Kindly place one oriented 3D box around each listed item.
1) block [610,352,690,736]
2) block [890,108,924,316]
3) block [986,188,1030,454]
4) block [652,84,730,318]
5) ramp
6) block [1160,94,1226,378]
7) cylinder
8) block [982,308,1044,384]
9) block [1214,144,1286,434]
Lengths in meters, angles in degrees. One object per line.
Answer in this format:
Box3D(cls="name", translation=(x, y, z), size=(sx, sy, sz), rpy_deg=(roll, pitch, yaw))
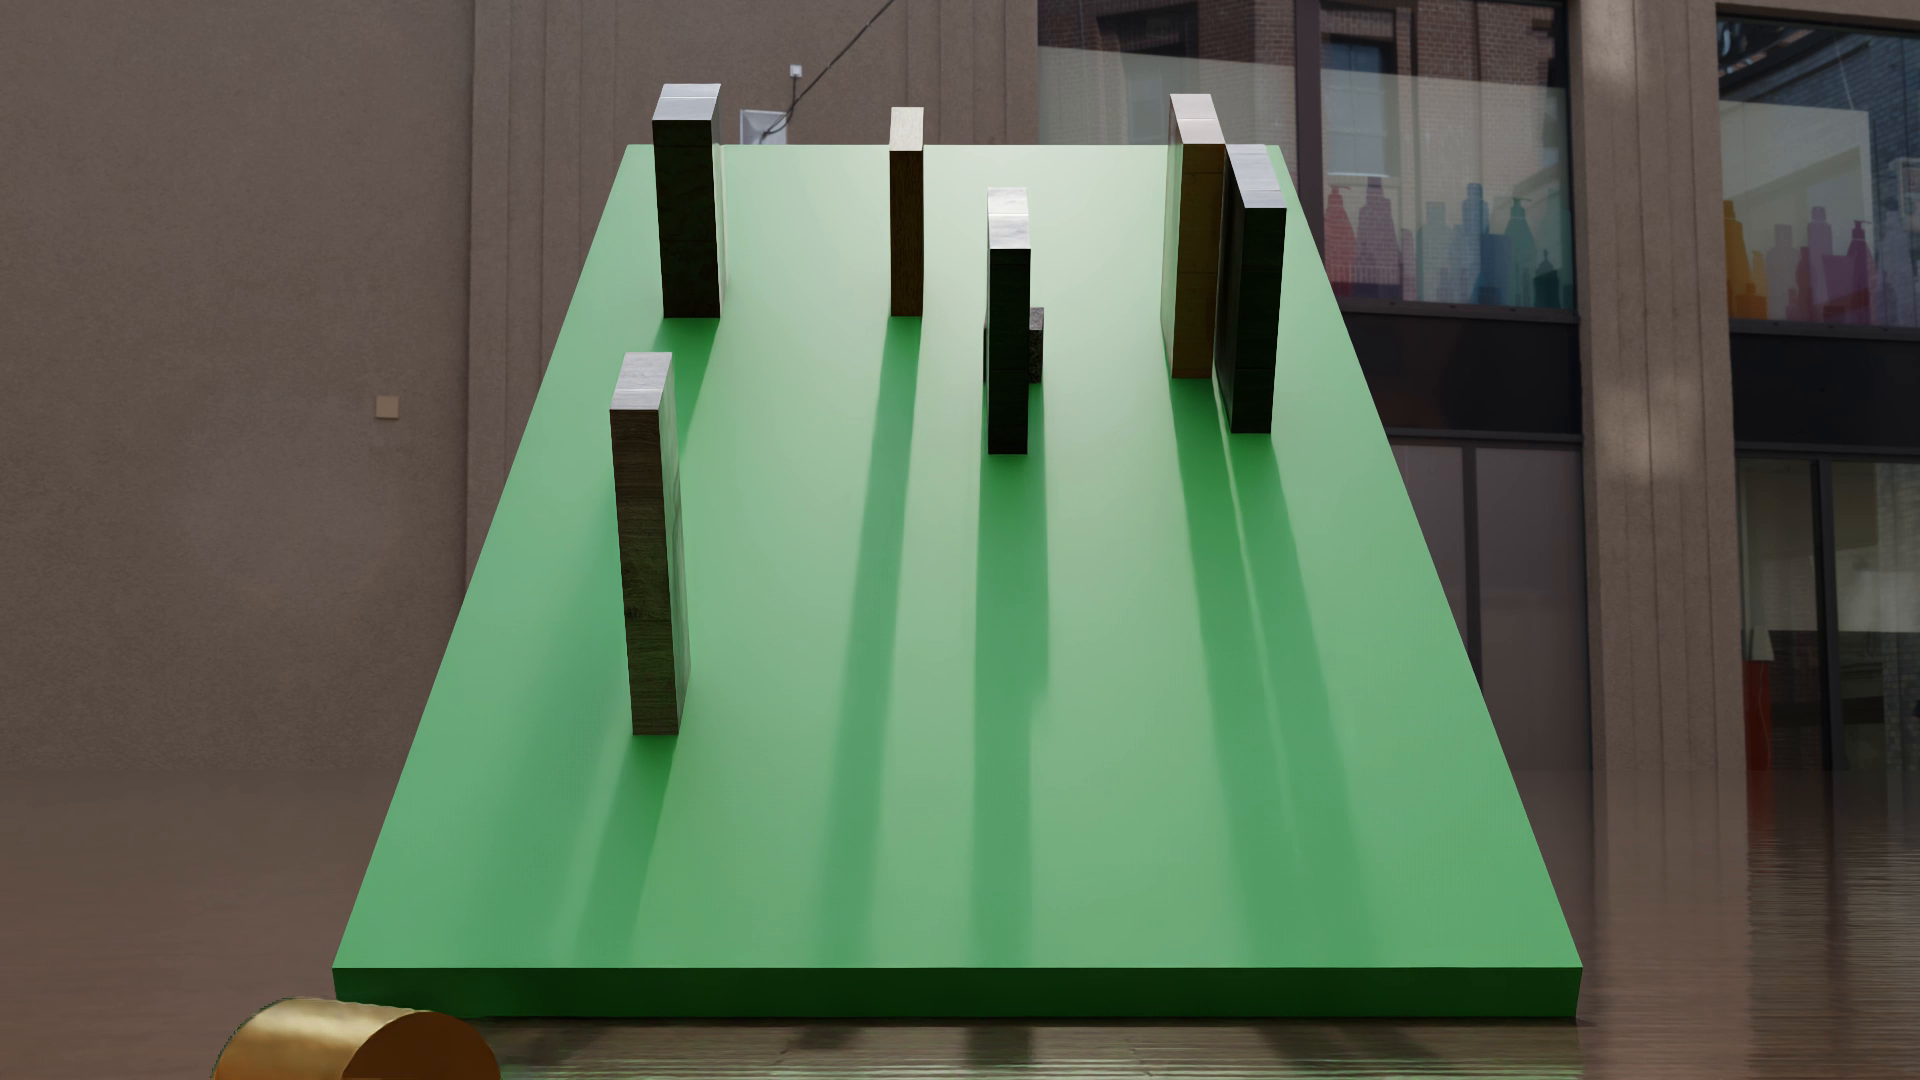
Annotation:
Box3D(cls="block", translation=(-0.562, 0.011, 4.366), size=(0.084, 0.664, 0.242), rpy_deg=(0, 28, 0))
Box3D(cls="block", translation=(-0.137, -0.854, 6.204), size=(0.082, 0.446, 0.341), rpy_deg=(0, 28, 0))
Box3D(cls="block", translation=(0.109, -0.508, 5.507), size=(0.089, 0.500, 0.389), rpy_deg=(0, 28, 0))
Box3D(cls="block", translation=(-0.689, -0.873, 6.151), size=(0.145, 0.528, 0.293), rpy_deg=(0, 28, 0))
Box3D(cls="ramp", translation=(-0.012, -0.221, 5.606), size=(2.000, 0.100, 4.000), rpy_deg=(0, 28, 0))
Box3D(cls="block", translation=(0.565, -0.745, 5.848), size=(0.098, 0.596, 0.371), rpy_deg=(0, 28, 0))
Box3D(cls="cylinder", translation=(-0.548, 0.517, 2.171), size=(0.189, 0.189, 0.189), rpy_deg=(-5, -7, 41))
Box3D(cls="block", translation=(0.131, -0.477, 5.827), size=(0.141, 0.141, 0.141), rpy_deg=(2, 28, 3))
Box3D(cls="block", translation=(0.676, -0.593, 5.611), size=(0.092, 0.554, 0.427), rpy_deg=(0, 28, 0))
